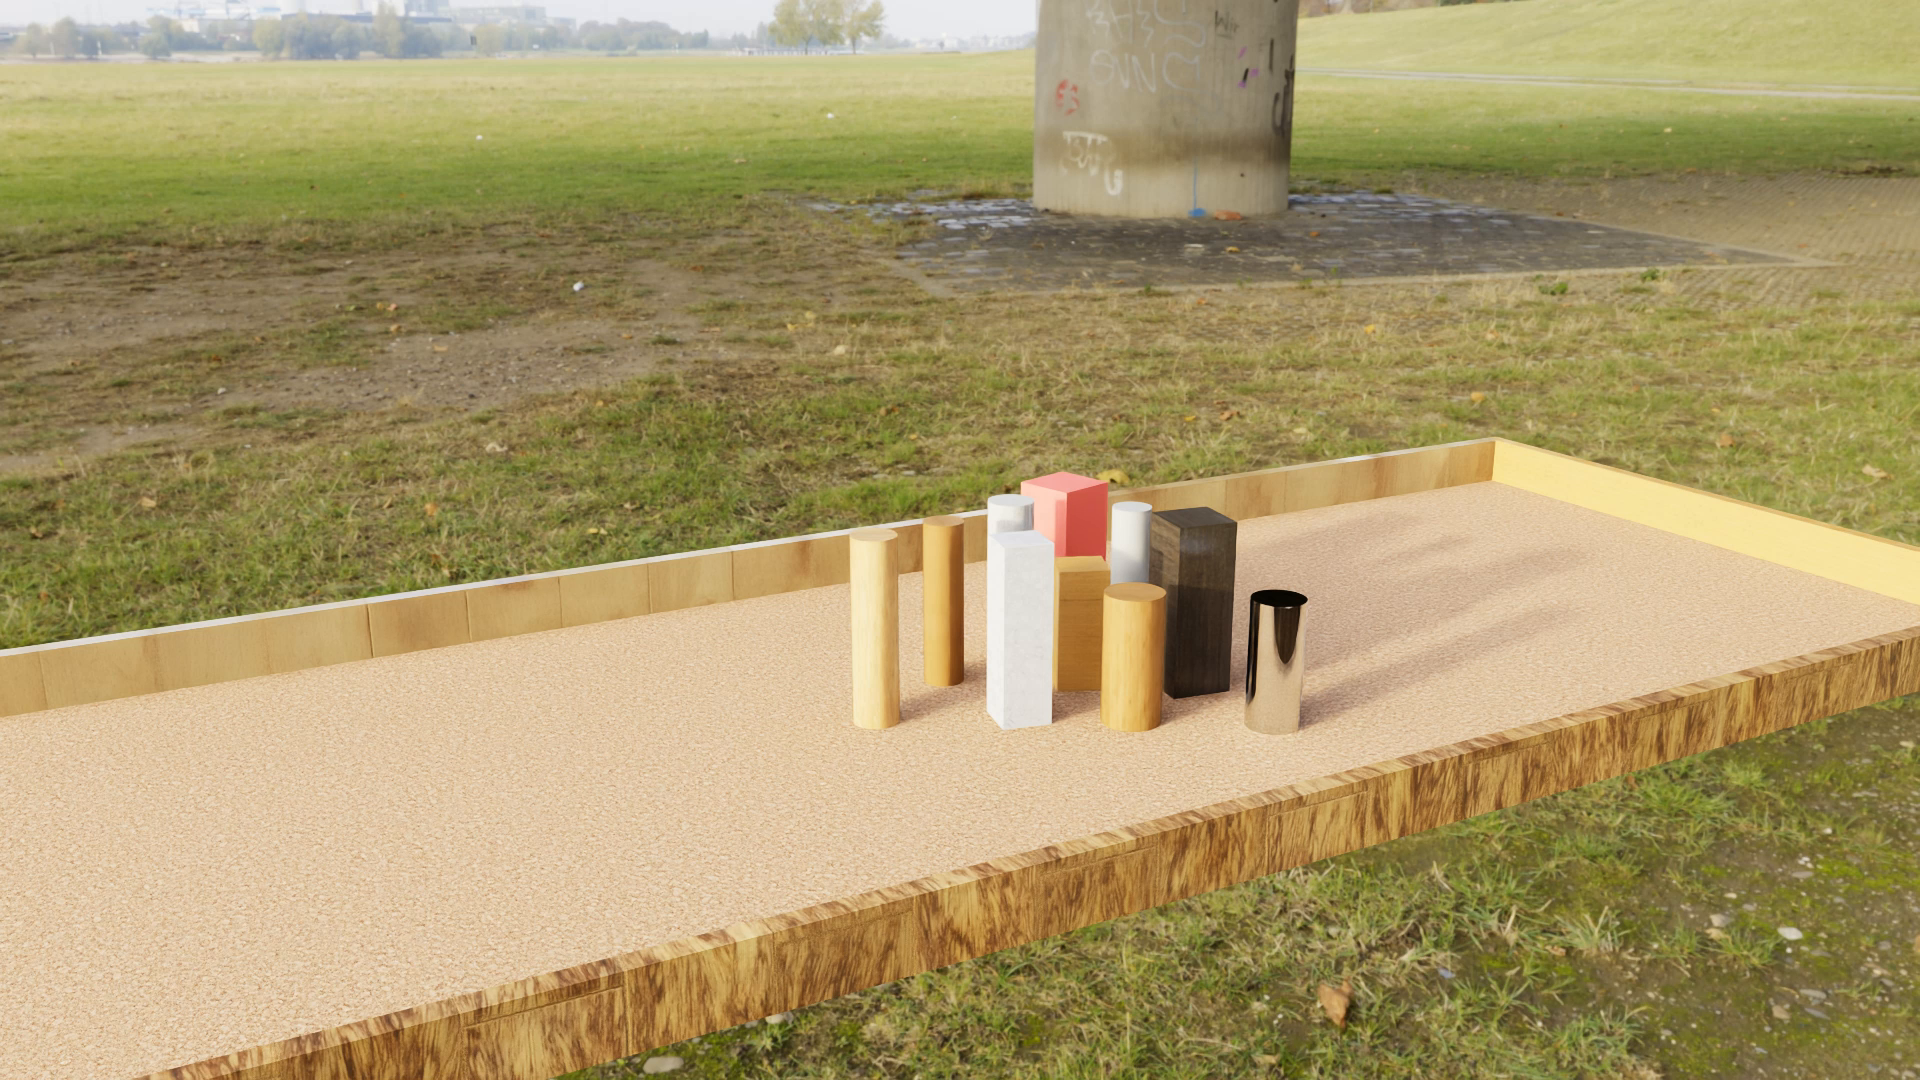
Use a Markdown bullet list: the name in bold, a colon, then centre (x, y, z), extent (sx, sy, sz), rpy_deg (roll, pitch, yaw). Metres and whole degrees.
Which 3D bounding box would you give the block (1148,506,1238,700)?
- **block**: centre (0.568, 0.153, 4.064), extent (0.153, 0.435, 0.153), rpy_deg (-6, 17, -19)

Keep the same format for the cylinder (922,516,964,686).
- **cylinder**: centre (-0.041, 0.152, 4.101), extent (0.102, 0.415, 0.102), rpy_deg (0, 16, 0)

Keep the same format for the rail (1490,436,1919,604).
- **rail**: centre (2.466, -0.048, 5.253), extent (0.050, 0.150, 2.100), rpy_deg (-9, 18, -27)

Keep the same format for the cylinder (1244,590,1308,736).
- **cylinder**: centre (0.734, 0.284, 3.835), extent (0.130, 0.313, 0.130), rpy_deg (0, 16, 0)

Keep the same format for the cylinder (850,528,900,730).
- **cylinder**: centre (-0.198, 0.207, 3.839), extent (0.111, 0.457, 0.111), rpy_deg (0, 16, 0)

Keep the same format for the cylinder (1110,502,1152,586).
- **cylinder**: centre (0.449, 0.096, 4.352), extent (0.104, 0.381, 0.104), rpy_deg (0, 16, 0)

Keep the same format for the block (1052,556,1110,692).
- **block**: centre (0.297, 0.207, 4.100), extent (0.125, 0.310, 0.125), rpy_deg (-2, 16, -6)

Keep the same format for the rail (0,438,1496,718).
- **rail**: centre (-3.305, 0.497, 3.399), extent (12.000, 0.150, 0.050), rpy_deg (-9, 18, -27)

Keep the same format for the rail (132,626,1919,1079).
- **rail**: centre (-2.336, 1.006, 1.665), extent (12.000, 0.150, 0.050), rpy_deg (-9, 18, -27)

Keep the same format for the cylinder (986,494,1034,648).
- **cylinder**: centre (0.132, 0.092, 4.319), extent (0.122, 0.407, 0.122), rpy_deg (0, 16, 0)

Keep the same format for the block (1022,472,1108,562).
- **block**: centre (0.287, 0.025, 4.586), extent (0.169, 0.385, 0.169), rpy_deg (-15, 22, -42)

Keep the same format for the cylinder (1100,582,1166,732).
- **cylinder**: centre (0.404, 0.273, 3.860), extent (0.145, 0.319, 0.145), rpy_deg (0, 16, 0)

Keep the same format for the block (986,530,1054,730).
- **block**: centre (0.140, 0.210, 3.856), extent (0.120, 0.442, 0.120), rpy_deg (-5, 17, -17)
